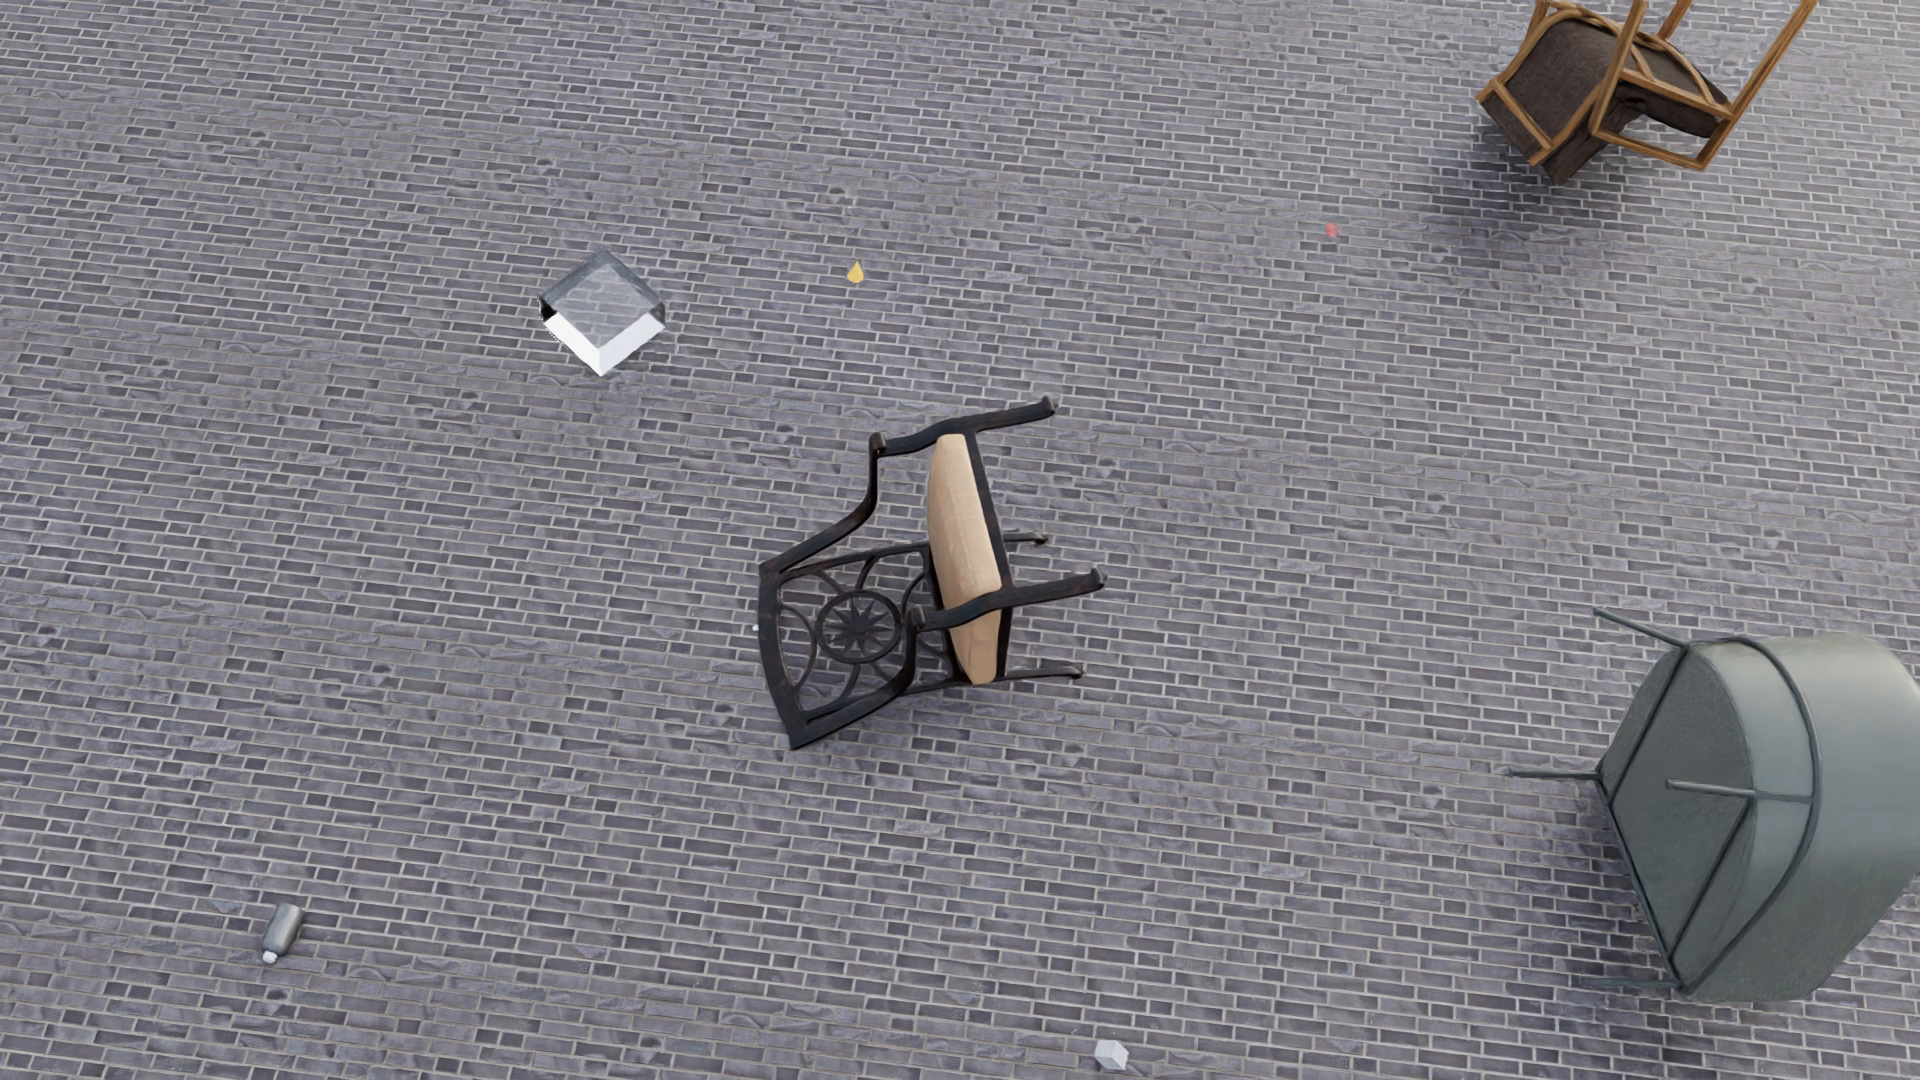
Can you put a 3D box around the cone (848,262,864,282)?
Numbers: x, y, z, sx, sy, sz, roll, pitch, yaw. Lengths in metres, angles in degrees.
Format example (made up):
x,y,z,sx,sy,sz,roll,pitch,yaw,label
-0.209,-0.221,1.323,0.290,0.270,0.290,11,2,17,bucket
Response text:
x,y,z,sx,sy,sz,roll,pitch,yaw,label
-0.322,-0.845,6.846,0.051,0.062,0.057,21,46,9,cone

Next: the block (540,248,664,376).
x,y,z,sx,sy,sz,roll,pitch,yaw,label
-1.127,-0.720,6.942,0.271,0.154,0.272,42,65,15,block

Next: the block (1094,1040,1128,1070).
x,y,z,sx,sy,sz,roll,pitch,yaw,label
0.388,1.320,5.637,0.054,0.066,0.047,-7,49,36,block
